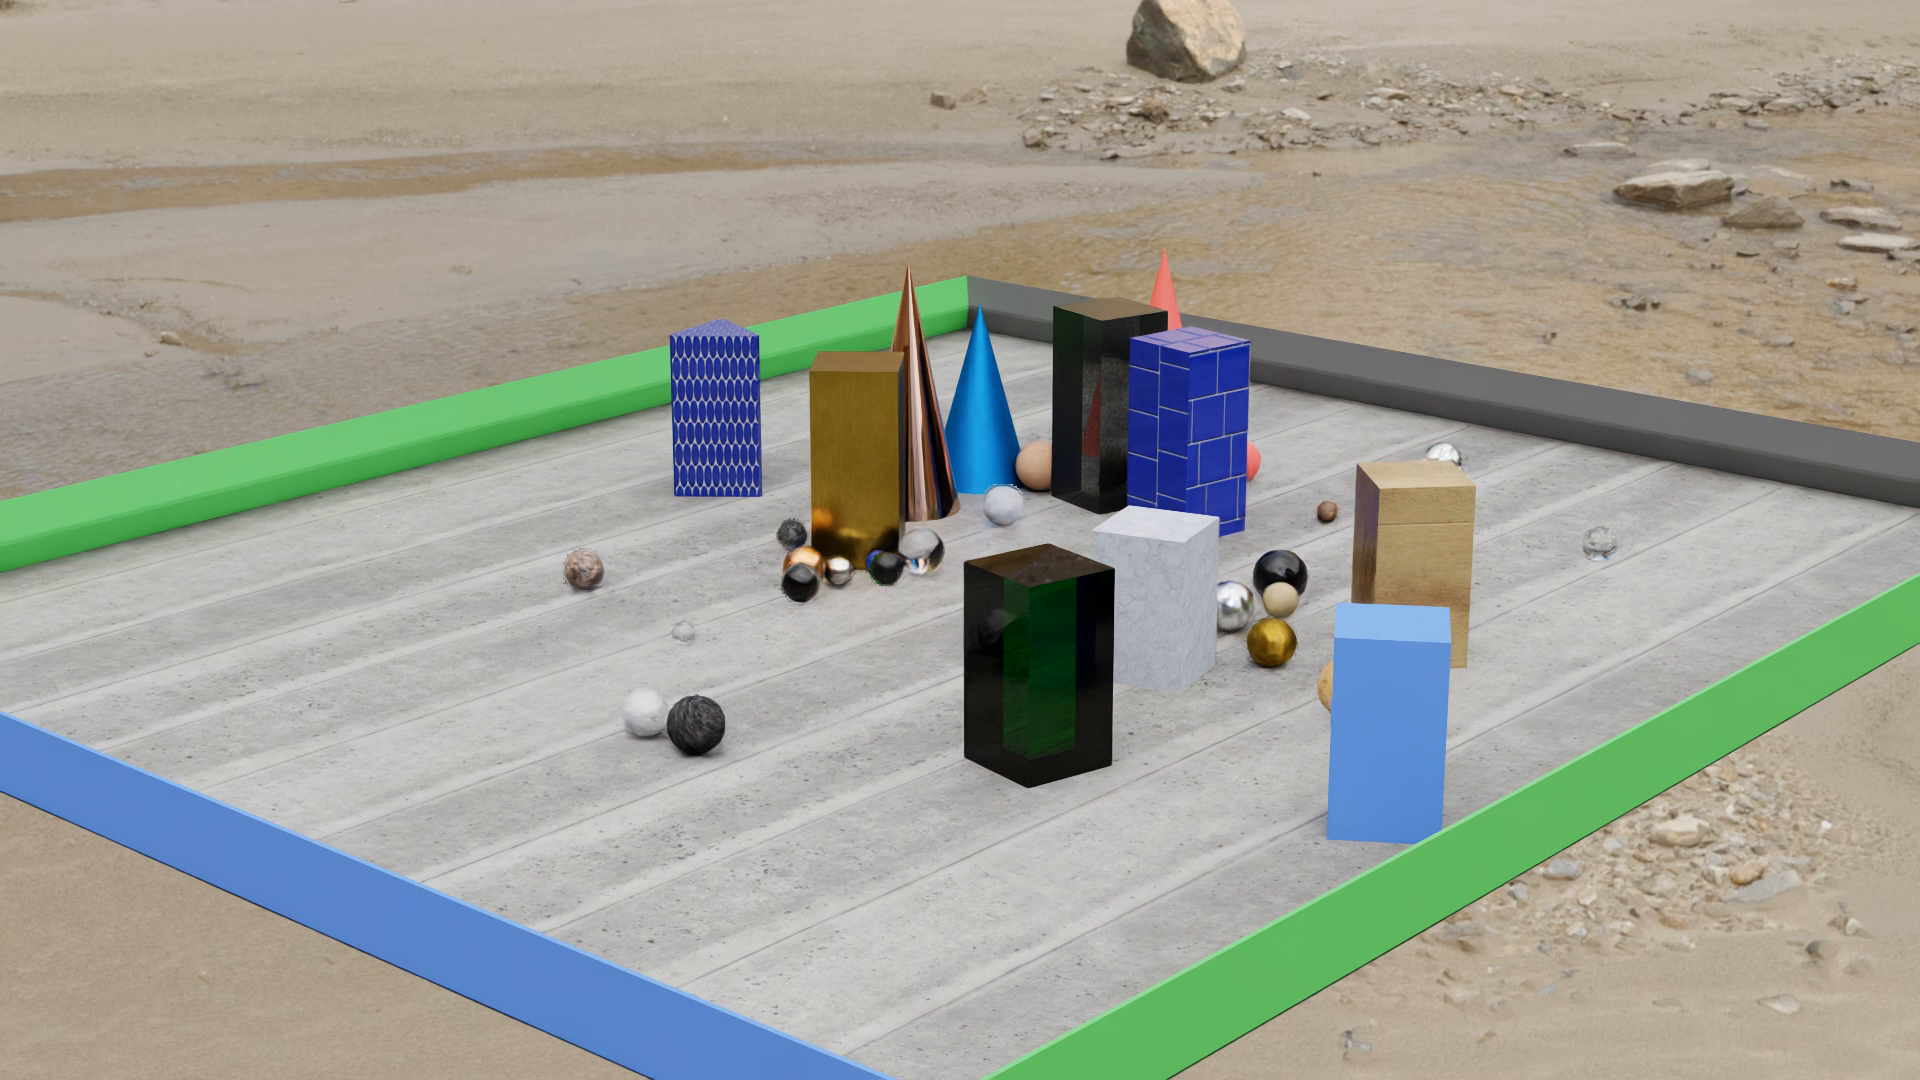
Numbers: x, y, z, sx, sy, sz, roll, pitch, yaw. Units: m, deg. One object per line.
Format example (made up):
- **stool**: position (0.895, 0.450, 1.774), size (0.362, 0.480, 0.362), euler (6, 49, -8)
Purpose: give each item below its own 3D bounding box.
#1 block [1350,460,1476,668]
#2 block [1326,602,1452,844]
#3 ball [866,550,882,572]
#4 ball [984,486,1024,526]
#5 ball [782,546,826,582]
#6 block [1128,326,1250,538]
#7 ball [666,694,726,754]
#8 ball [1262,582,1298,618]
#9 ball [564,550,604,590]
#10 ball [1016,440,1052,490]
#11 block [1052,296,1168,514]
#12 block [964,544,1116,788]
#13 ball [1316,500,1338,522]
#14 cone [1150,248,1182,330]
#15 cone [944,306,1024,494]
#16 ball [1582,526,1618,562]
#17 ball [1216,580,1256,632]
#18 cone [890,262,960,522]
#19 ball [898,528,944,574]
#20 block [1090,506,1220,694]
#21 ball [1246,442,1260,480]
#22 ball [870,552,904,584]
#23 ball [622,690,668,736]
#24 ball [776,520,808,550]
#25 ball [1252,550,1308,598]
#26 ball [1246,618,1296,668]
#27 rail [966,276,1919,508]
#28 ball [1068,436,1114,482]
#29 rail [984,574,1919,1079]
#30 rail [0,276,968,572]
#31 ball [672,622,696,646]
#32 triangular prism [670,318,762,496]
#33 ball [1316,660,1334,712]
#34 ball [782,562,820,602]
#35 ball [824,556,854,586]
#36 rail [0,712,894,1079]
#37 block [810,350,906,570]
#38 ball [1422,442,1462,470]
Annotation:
- **block**: position (0.737, 0.040, 4.785), size (0.157, 0.307, 0.157), euler (-2, 17, -6)
- **block**: position (0.598, 0.255, 4.092), size (0.157, 0.296, 0.157), euler (2, 17, 8)
- **ball**: position (-0.146, 0.041, 5.233), size (0.046, 0.046, 0.046), euler (0, 17, 0)
- **ball**: position (0.082, -0.065, 5.536), size (0.075, 0.075, 0.075), euler (0, 17, 0)
- **ball**: position (-0.274, 0.049, 5.157), size (0.076, 0.076, 0.076), euler (0, 17, 0)
- **block**: position (0.425, -0.196, 5.467), size (0.157, 0.366, 0.157), euler (-14, 22, -38)
- **ball**: position (-0.394, 0.276, 4.383), size (0.088, 0.088, 0.088), euler (0, 17, 0)
- **ball**: position (0.546, 0.103, 5.000), size (0.063, 0.063, 0.063), euler (0, 17, 0)
- **ball**: position (-0.660, 0.053, 5.153), size (0.069, 0.069, 0.069), euler (0, 17, 0)
- **ball**: position (0.157, -0.146, 5.764), size (0.098, 0.098, 0.098), euler (0, 17, 0)
- **block**: position (0.288, -0.261, 5.659), size (0.157, 0.379, 0.157), euler (-11, 20, -32)
- **block**: position (0.115, 0.183, 4.314), size (0.157, 0.306, 0.157), euler (-12, 20, -34)
- **ball**: position (0.696, -0.054, 5.558), size (0.041, 0.041, 0.041), euler (0, 17, 0)
- **cone**: position (0.419, -0.402, 6.065), size (0.196, 0.415, 0.196), euler (0, 17, 0)
- **cone**: position (0.039, -0.291, 5.791), size (0.196, 0.361, 0.196), euler (0, 17, 0)
- **ball**: position (1.160, 0.007, 5.317), size (0.063, 0.063, 0.063), euler (0, 17, 0)
- **ball**: position (0.455, 0.112, 4.931), size (0.086, 0.086, 0.086), euler (0, 17, 0)
- **cone**: position (-0.097, -0.295, 5.588), size (0.196, 0.486, 0.196), euler (0, 17, 0)
- **ball**: position (-0.069, 0.019, 5.242), size (0.084, 0.084, 0.084), euler (0, 17, 0)
- **block**: position (0.312, 0.093, 4.707), size (0.157, 0.250, 0.157), euler (8, 18, 24)
- **ball**: position (0.554, -0.157, 5.823), size (0.086, 0.086, 0.086), euler (0, 17, 0)
- **ball**: position (-0.130, 0.050, 5.184), size (0.059, 0.059, 0.059), euler (0, 17, 0)
- **ball**: position (-0.478, 0.263, 4.454), size (0.072, 0.072, 0.072), euler (0, 17, 0)
- **ball**: position (-0.308, -0.008, 5.382), size (0.056, 0.056, 0.056), euler (0, 17, 0)
- **ball**: position (0.554, 0.064, 5.073), size (0.096, 0.096, 0.096), euler (0, 17, 0)
- **ball**: position (0.506, 0.166, 4.759), size (0.081, 0.081, 0.081), euler (0, 17, 0)
- **rail**: position (1.046, -0.316, 6.273), size (2.769, 0.127, 0.045), euler (14, 22, 39)
- **ball**: position (0.260, -0.162, 5.827), size (0.093, 0.093, 0.093), euler (0, 17, 0)
- **rail**: position (1.027, 0.289, 4.266), size (0.045, 0.127, 3.238), euler (14, 22, 39)
- **rail**: position (-1.027, -0.226, 5.974), size (0.045, 0.127, 3.238), euler (14, 22, 39)
- **ball**: position (-0.458, 0.155, 4.867), size (0.041, 0.041, 0.041), euler (0, 17, 0)
- **triangular prism**: position (-0.472, -0.261, 5.758), size (0.170, 0.322, 0.147), euler (0, 17, 1)
- **ball**: position (0.599, 0.227, 4.536), size (0.094, 0.094, 0.094), euler (0, 17, 0)
- **ball**: position (-0.276, 0.073, 5.089), size (0.068, 0.068, 0.068), euler (0, 17, 0)
- **ball**: position (-0.213, 0.055, 5.177), size (0.053, 0.053, 0.053), euler (0, 17, 0)
- **rail**: position (-1.046, 0.380, 3.967), size (2.769, 0.127, 0.045), euler (14, 22, 39)
- **block**: position (-0.183, -0.144, 5.293), size (0.157, 0.366, 0.157), euler (1, 17, 3)
- **ball**: position (0.959, -0.154, 5.826), size (0.079, 0.079, 0.079), euler (0, 17, 0)
